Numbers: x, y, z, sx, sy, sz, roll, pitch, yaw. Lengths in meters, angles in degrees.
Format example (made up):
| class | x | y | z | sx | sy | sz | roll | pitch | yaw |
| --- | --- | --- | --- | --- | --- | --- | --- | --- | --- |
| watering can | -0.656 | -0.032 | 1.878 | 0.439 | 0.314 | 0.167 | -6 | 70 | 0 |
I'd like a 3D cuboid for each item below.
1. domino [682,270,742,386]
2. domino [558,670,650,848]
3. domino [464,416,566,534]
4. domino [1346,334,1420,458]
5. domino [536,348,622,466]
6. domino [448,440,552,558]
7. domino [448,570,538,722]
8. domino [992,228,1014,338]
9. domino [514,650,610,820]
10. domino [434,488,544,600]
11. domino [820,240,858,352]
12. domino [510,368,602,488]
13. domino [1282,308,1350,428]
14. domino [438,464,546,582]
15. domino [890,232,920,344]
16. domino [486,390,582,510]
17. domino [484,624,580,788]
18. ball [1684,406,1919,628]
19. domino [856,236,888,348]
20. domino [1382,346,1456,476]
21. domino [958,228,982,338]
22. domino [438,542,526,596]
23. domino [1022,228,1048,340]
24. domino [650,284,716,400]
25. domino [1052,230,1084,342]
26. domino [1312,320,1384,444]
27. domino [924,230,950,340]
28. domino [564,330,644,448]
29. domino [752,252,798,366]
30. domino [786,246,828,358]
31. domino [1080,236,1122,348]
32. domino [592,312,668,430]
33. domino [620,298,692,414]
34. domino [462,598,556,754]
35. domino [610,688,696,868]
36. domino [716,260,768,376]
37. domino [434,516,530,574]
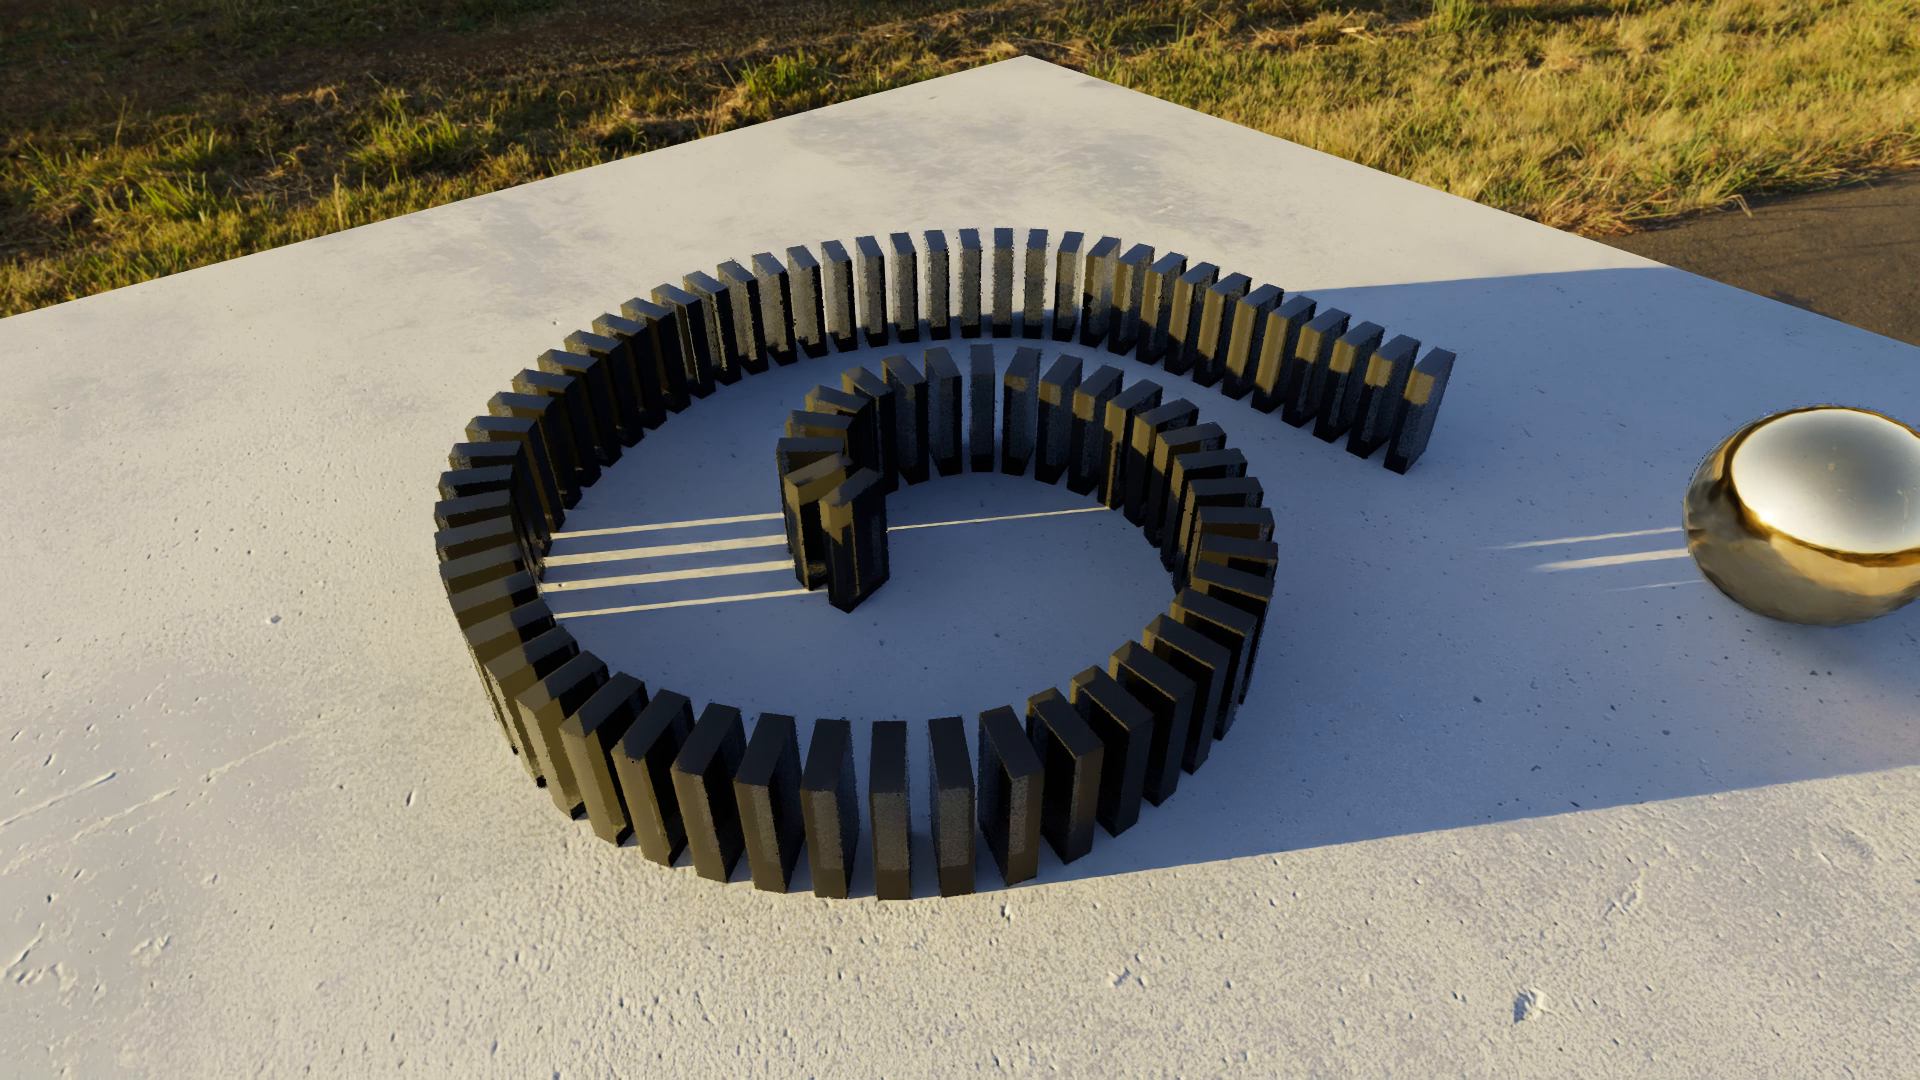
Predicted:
| class | x | y | z | sx | sy | sz | roll | pitch | yaw |
| --- | --- | --- | --- | --- | --- | --- | --- | --- | --- |
| domino | -0.121 | -0.103 | 0.537 | 0.010 | 0.050 | 0.025 | -31 | 49 | -32 |
| domino | -0.102 | 0.066 | 0.330 | 0.009 | 0.050 | 0.025 | 19 | 43 | 22 |
| domino | -0.178 | -0.026 | 0.443 | 0.025 | 0.050 | 0.010 | 4 | 39 | 4 |
| domino | 0.188 | -0.063 | 0.489 | 0.025 | 0.050 | 0.010 | -32 | 49 | -33 |
| domino | -0.166 | -0.057 | 0.482 | 0.025 | 0.050 | 0.009 | 14 | 41 | 16 |
| domino | -0.179 | -0.015 | 0.430 | 0.025 | 0.050 | 0.010 | -2 | 39 | -3 |
| domino | -0.150 | 0.036 | 0.368 | 0.025 | 0.050 | 0.010 | -22 | 44 | -24 |
| domino | 0.022 | -0.134 | 0.575 | 0.009 | 0.050 | 0.025 | 1 | 39 | 1 |
| domino | -0.117 | 0.060 | 0.338 | 0.010 | 0.050 | 0.025 | 27 | 46 | 29 |
| domino | -0.172 | 0.006 | 0.404 | 0.025 | 0.050 | 0.009 | -12 | 41 | -14 |
| domino | -0.062 | -0.125 | 0.564 | 0.010 | 0.050 | 0.025 | -13 | 41 | -15 |
| domino | -0.172 | -0.047 | 0.469 | 0.025 | 0.050 | 0.010 | 11 | 41 | 13 |
| domino | 0.164 | -0.079 | 0.508 | 0.025 | 0.050 | 0.009 | -31 | 49 | -32 |
| domino | -0.176 | -0.004 | 0.417 | 0.025 | 0.050 | 0.009 | -7 | 40 | -9 |
| domino | -0.029 | -0.131 | 0.571 | 0.010 | 0.050 | 0.025 | -8 | 40 | -10 |
| domino | -0.176 | -0.037 | 0.456 | 0.025 | 0.050 | 0.009 | 7 | 40 | 9 |
| domino | -0.129 | 0.053 | 0.347 | 0.025 | 0.050 | 0.010 | -31 | 48 | -32 |
| ball | 0.310 | -0.009 | 0.398 | 0.080 | 0.080 | 0.080 | 0 | 39 | 0 |
| domino | -0.045 | -0.128 | 0.568 | 0.009 | 0.050 | 0.025 | -10 | 40 | -12 |
| domino | 0.200 | -0.056 | 0.480 | 0.009 | 0.050 | 0.025 | 28 | 47 | 30 |
| domino | 0.005 | -0.134 | 0.575 | 0.010 | 0.050 | 0.025 | -3 | 39 | -3 |
| domino | -0.159 | 0.026 | 0.379 | 0.025 | 0.050 | 0.010 | -18 | 43 | -21 |
| domino | 0.039 | -0.134 | 0.574 | 0.010 | 0.050 | 0.025 | 4 | 40 | 5 |
| domino | -0.132 | -0.095 | 0.528 | 0.025 | 0.050 | 0.009 | 27 | 47 | 29 |
| domino | 0.056 | -0.132 | 0.572 | 0.010 | 0.050 | 0.025 | 9 | 40 | 11 |
| domino | 0.176 | -0.071 | 0.498 | 0.025 | 0.050 | 0.009 | -31 | 49 | -32 |
| domino | -0.012 | -0.133 | 0.573 | 0.010 | 0.050 | 0.025 | -5 | 40 | -7 |
| domino | -0.159 | -0.067 | 0.494 | 0.025 | 0.050 | 0.009 | 16 | 42 | 19 |
| domino | -0.093 | -0.116 | 0.553 | 0.010 | 0.050 | 0.025 | -19 | 43 | -22 |
| domino | -0.078 | -0.121 | 0.559 | 0.009 | 0.050 | 0.025 | -16 | 42 | -18 |
| domino | 0.072 | -0.128 | 0.567 | 0.010 | 0.050 | 0.025 | 17 | 42 | 20 |
| domino | -0.152 | -0.077 | 0.506 | 0.025 | 0.050 | 0.009 | 19 | 43 | 22 |
| domino | -0.143 | -0.086 | 0.517 | 0.025 | 0.050 | 0.009 | 23 | 45 | 26 |
| domino | -0.140 | 0.045 | 0.357 | 0.025 | 0.050 | 0.009 | -26 | 46 | -28 |
| domino | -0.087 | 0.071 | 0.325 | 0.009 | 0.050 | 0.025 | 14 | 41 | 16 |
| domino | -0.108 | -0.110 | 0.546 | 0.010 | 0.050 | 0.025 | -24 | 45 | -27 |
| domino | -0.166 | 0.016 | 0.391 | 0.025 | 0.050 | 0.010 | -15 | 42 | -18 |
